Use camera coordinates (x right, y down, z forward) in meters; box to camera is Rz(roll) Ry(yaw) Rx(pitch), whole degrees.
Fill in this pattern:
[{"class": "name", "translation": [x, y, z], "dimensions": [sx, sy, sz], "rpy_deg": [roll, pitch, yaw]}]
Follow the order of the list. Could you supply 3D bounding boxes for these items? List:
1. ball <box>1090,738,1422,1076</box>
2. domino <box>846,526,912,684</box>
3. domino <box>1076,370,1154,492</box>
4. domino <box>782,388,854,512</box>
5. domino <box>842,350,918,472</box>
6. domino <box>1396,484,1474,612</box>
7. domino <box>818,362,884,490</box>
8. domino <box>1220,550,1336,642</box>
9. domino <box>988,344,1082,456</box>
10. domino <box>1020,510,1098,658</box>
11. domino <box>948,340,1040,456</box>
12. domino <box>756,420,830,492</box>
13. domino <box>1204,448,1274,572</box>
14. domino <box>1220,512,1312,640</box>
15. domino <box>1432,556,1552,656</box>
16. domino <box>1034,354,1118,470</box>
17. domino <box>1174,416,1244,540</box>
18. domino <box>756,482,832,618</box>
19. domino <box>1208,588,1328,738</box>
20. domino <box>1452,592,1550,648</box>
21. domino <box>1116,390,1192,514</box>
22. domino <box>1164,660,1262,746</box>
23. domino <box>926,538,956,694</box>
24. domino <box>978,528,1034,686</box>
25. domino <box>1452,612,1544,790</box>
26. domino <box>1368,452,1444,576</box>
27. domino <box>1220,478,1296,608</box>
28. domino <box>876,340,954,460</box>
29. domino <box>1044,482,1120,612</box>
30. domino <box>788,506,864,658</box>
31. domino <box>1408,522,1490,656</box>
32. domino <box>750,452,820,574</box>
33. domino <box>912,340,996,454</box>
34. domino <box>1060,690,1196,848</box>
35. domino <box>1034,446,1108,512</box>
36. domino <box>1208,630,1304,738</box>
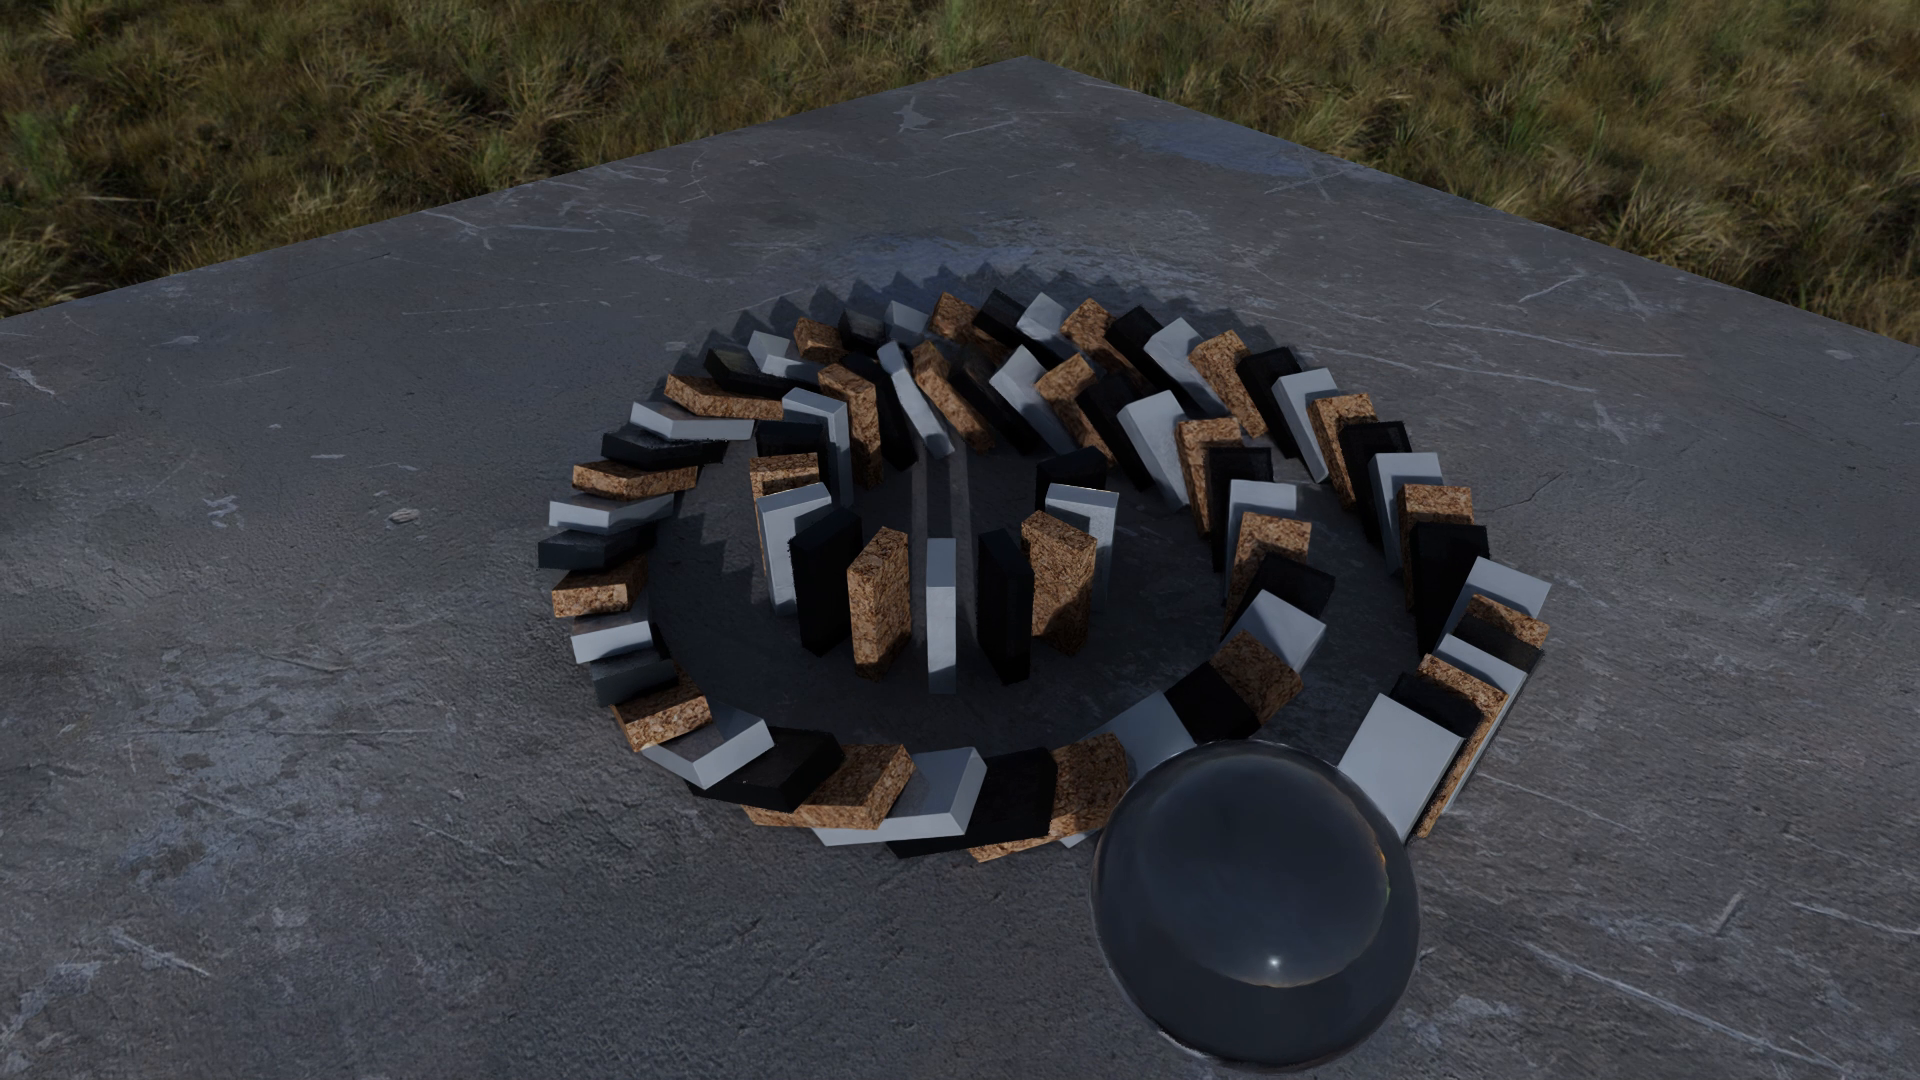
[{"class": "ball", "translation": [0.073, 0.091, 0.277], "dimensions": [0.080, 0.080, 0.080], "rpy_deg": [0, 39, 0]}, {"class": "domino", "translation": [-0.028, 0.023, 0.383], "dimensions": [0.010, 0.050, 0.025], "rpy_deg": [17, 42, 19]}, {"class": "domino", "translation": [0.075, -0.048, 0.482], "dimensions": [0.025, 0.009, 0.050], "rpy_deg": [-29, 80, -30]}, {"class": "domino", "translation": [-0.058, -0.037, 0.456], "dimensions": [0.025, 0.050, 0.009], "rpy_deg": [19, 43, 22]}, {"class": "domino", "translation": [-0.035, -0.056, 0.479], "dimensions": [0.009, 0.050, 0.025], "rpy_deg": [-34, 48, -15]}, {"class": "domino", "translation": [0.184, 0.004, 0.422], "dimensions": [0.025, 0.009, 0.050], "rpy_deg": [4, 66, 4]}, {"class": "domino", "translation": [-0.046, -0.048, 0.470], "dimensions": [0.025, 0.050, 0.009], "rpy_deg": [32, 52, 33]}, {"class": "domino", "translation": [0.110, 0.031, 0.388], "dimensions": [0.025, 0.010, 0.050], "rpy_deg": [24, 74, 26]}, {"class": "domino", "translation": [0.037, -0.062, 0.495], "dimensions": [0.050, 0.010, 0.025], "rpy_deg": [45, 44, -10]}, {"class": "domino", "translation": [0.034, 0.016, 0.392], "dimensions": [0.025, 0.050, 0.009], "rpy_deg": [28, 47, 30]}, {"class": "domino", "translation": [0.017, -0.064, 0.495], "dimensions": [0.009, 0.050, 0.025], "rpy_deg": [-33, 26, 31]}, {"class": "domino", "translation": [-0.066, -0.023, 0.440], "dimensions": [0.025, 0.050, 0.010], "rpy_deg": [5, 40, 6]}, {"class": "domino", "translation": [0.113, -0.012, 0.441], "dimensions": [0.025, 0.009, 0.050], "rpy_deg": [0, 68, 0]}, {"class": "domino", "translation": [0.113, 0.016, 0.406], "dimensions": [0.025, 0.010, 0.050], "rpy_deg": [11, 68, 13]}, {"class": "domino", "translation": [0.183, 0.033, 0.383], "dimensions": [0.025, 0.009, 0.050], "rpy_deg": [25, 76, 25]}, {"class": "domino", "translation": [0.058, -0.057, 0.491], "dimensions": [0.025, 0.009, 0.050], "rpy_deg": [-36, 87, -36]}, {"class": "domino", "translation": [0.107, -0.026, 0.457], "dimensions": [0.025, 0.010, 0.050], "rpy_deg": [-6, 69, -7]}, {"class": "domino", "translation": [-0.059, 0.004, 0.406], "dimensions": [0.025, 0.050, 0.010], "rpy_deg": [-15, 42, -18]}, {"class": "domino", "translation": [0.099, 0.044, 0.372], "dimensions": [0.025, 0.010, 0.050], "rpy_deg": [33, 78, 34]}, {"class": "domino", "translation": [0.173, 0.045, 0.369], "dimensions": [0.025, 0.010, 0.050], "rpy_deg": [29, 78, 30]}, {"class": "domino", "translation": [0.091, -0.038, 0.471], "dimensions": [0.025, 0.010, 0.050], "rpy_deg": [-21, 75, -25]}, {"class": "domino", "translation": [0.067, 0.064, 0.348], "dimensions": [0.050, 0.009, 0.025], "rpy_deg": [-37, 46, 0]}, {"class": "domino", "translation": [-0.006, 0.027, 0.379], "dimensions": [0.009, 0.050, 0.025], "rpy_deg": [0, 39, 0]}, {"class": "domino", "translation": [0.015, 0.024, 0.383], "dimensions": [0.010, 0.050, 0.025], "rpy_deg": [-14, 41, -17]}, {"class": "domino", "translation": [0.162, 0.052, 0.354], "dimensions": [0.025, 0.050, 0.009], "rpy_deg": [31, 6, 32]}, {"class": "domino", "translation": [0.181, -0.011, 0.439], "dimensions": [0.025, 0.009, 0.050], "rpy_deg": [-1, 66, -1]}, {"class": "domino", "translation": [0.115, 0.002, 0.423], "dimensions": [0.025, 0.009, 0.050], "rpy_deg": [6, 68, 7]}, {"class": "domino", "translation": [-0.019, -0.062, 0.487], "dimensions": [0.010, 0.050, 0.025], "rpy_deg": [-27, 40, 7]}, {"class": "domino", "translation": [0.044, 0.004, 0.407], "dimensions": [0.025, 0.050, 0.009], "rpy_deg": [9, 40, 11]}, {"class": "domino", "translation": [-0.046, 0.015, 0.393], "dimensions": [0.009, 0.050, 0.025], "rpy_deg": [29, 48, 31]}, {"class": "domino", "translation": [0.181, 0.019, 0.404], "dimensions": [0.025, 0.010, 0.050], "rpy_deg": [4, 65, 5]}, {"class": "domino", "translation": [-0.065, -0.009, 0.423], "dimensions": [0.025, 0.050, 0.010], "rpy_deg": [-6, 40, -7]}, {"class": "domino", "translation": [-0.002, -0.064, 0.492], "dimensions": [0.009, 0.050, 0.025], "rpy_deg": [-31, 35, 19]}, {"class": "domino", "translation": [0.048, 0.070, 0.340], "dimensions": [0.050, 0.010, 0.025], "rpy_deg": [-33, 43, 5]}, {"class": "domino", "translation": [0.042, -0.010, 0.424], "dimensions": [0.025, 0.050, 0.010], "rpy_deg": [-19, 43, -22]}, {"class": "domino", "translation": [0.084, 0.055, 0.359], "dimensions": [0.050, 0.009, 0.025], "rpy_deg": [-41, 49, -4]}]
